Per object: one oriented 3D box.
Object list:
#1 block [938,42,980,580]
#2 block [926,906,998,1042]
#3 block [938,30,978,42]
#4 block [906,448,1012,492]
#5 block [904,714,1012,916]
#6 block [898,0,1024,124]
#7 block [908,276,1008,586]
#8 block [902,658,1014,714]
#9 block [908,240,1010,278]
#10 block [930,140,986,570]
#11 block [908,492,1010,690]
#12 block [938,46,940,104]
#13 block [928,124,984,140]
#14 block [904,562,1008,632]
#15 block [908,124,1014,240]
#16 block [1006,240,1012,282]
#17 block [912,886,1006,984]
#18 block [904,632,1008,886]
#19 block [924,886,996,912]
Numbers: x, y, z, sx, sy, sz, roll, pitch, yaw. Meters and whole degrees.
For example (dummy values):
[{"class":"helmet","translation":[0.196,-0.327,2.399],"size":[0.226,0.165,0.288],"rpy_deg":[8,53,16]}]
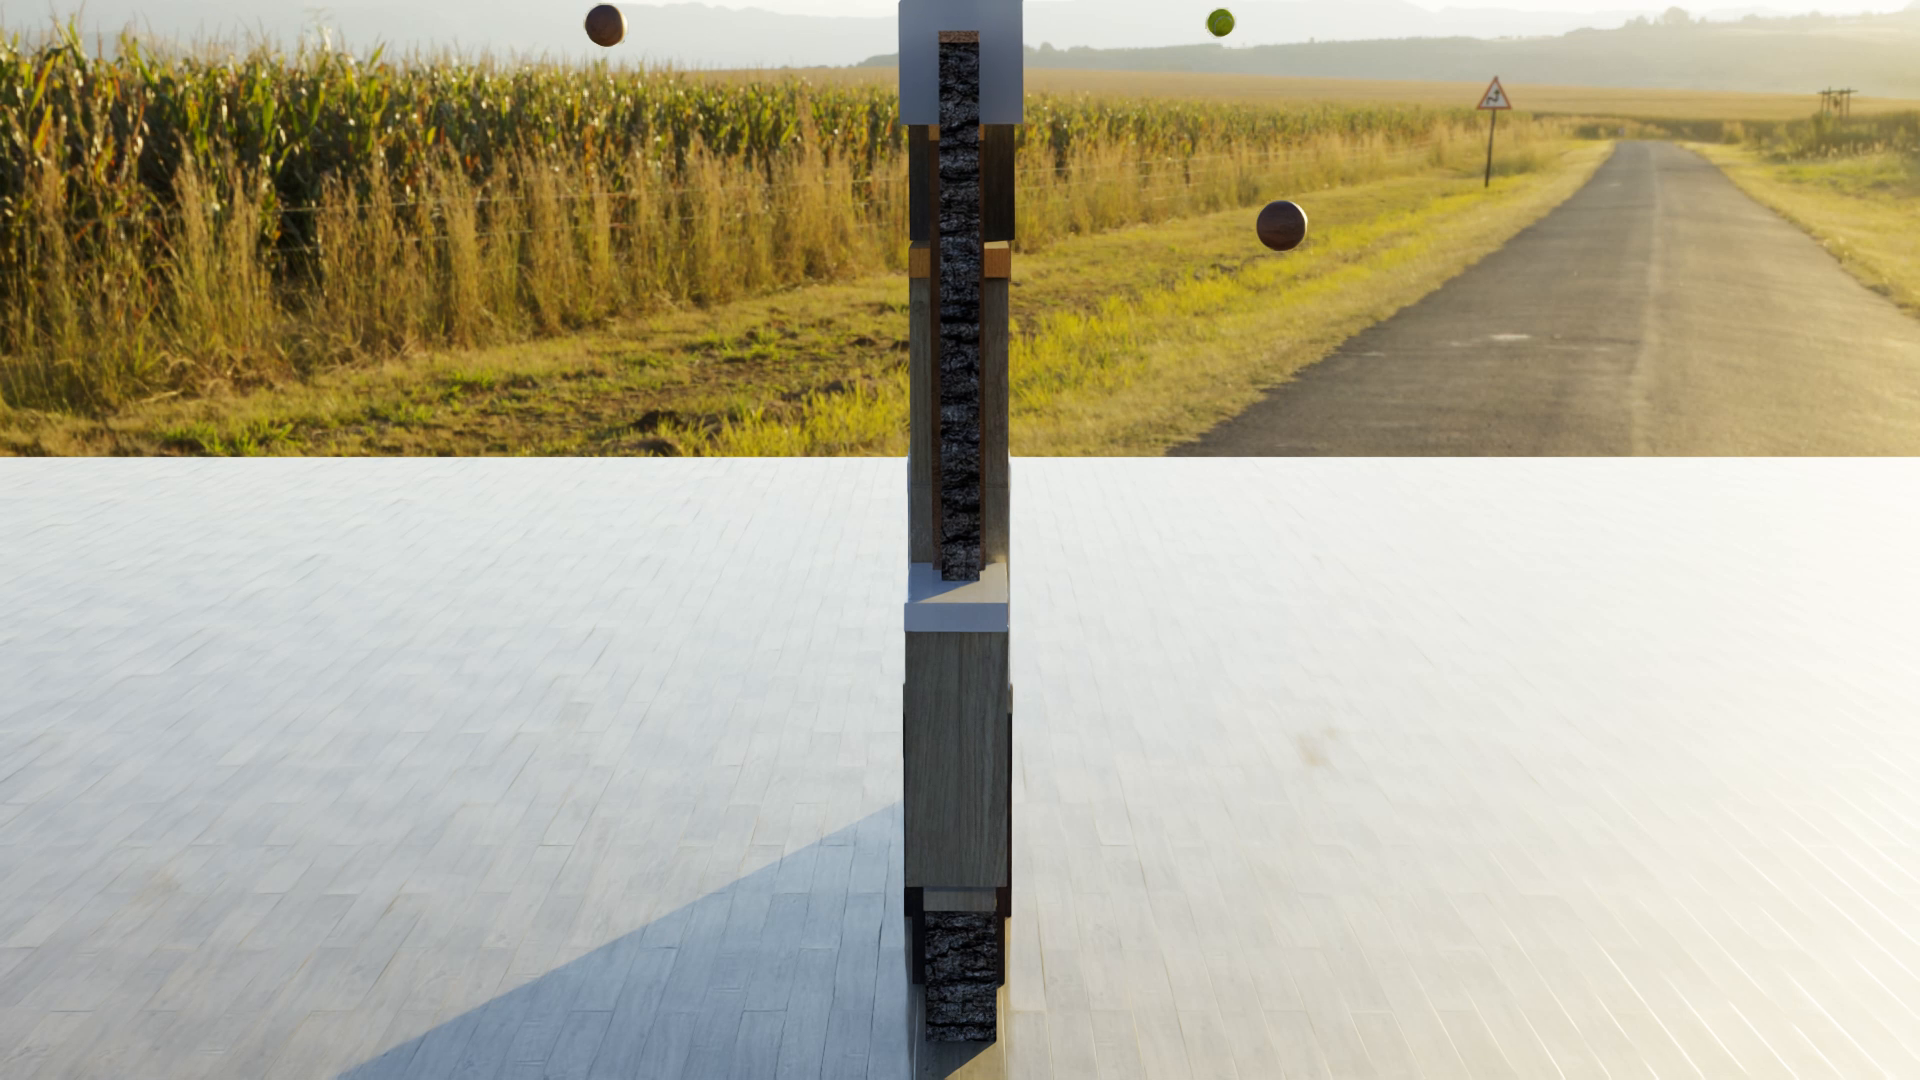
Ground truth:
[{"class":"block","translation":[0.000,-0.306,3.019],"size":[0.054,0.735,0.015],"rpy_deg":[0,10,1]},{"class":"block","translation":[0.002,0.601,3.069],"size":[0.099,0.198,0.028],"rpy_deg":[0,11,0]},{"class":"block","translation":[-0.002,-0.682,2.986],"size":[0.054,0.015,0.107],"rpy_deg":[-1,11,0]},{"class":"block","translation":[-0.001,-0.124,3.481],"size":[0.158,0.045,0.316],"rpy_deg":[0,11,0]},{"class":"block","translation":[-0.003,0.434,3.555],"size":[0.174,0.348,0.049],"rpy_deg":[0,11,0]},{"class":"block","translation":[0.000,-0.857,3.071],"size":[0.174,0.544,0.049],"rpy_deg":[0,10,0]},{"class":"block","translation":[-0.001,-0.102,3.235],"size":[0.144,0.572,0.041],"rpy_deg":[0,10,0]},{"class":"block","translation":[-0.003,0.217,3.633],"size":[0.174,0.049,0.348],"rpy_deg":[0,11,0]},{"class":"block","translation":[-0.001,-0.420,3.274],"size":[0.144,0.041,0.287],"rpy_deg":[0,10,0]},{"class":"block","translation":[-0.003,-0.257,3.108],"size":[0.076,0.606,0.022],"rpy_deg":[0,10,1]},{"class":"block","translation":[-0.001,0.073,3.411],"size":[0.158,0.316,0.045],"rpy_deg":[0,11,0]},{"class":"block","translation":[-0.002,-0.628,3.033],"size":[0.054,0.107,0.015],"rpy_deg":[0,10,1]},{"class":"block","translation":[-0.004,-0.575,3.101],"size":[0.076,0.022,0.152],"rpy_deg":[0,11,1]},{"class":"block","translation":[-0.004,0.078,3.074],"size":[0.139,0.039,0.278],"rpy_deg":[0,11,1]},{"class":"block","translation":[0.003,-0.623,3.372],"size":[0.162,0.323,0.046],"rpy_deg":[0,10,0]},{"class":"block","translation":[0.003,-0.624,3.591],"size":[0.162,0.402,0.046],"rpy_deg":[0,10,0]},{"class":"block","translation":[-0.002,0.523,3.274],"size":[0.138,0.275,0.039],"rpy_deg":[0,11,0]},{"class":"block","translation":[-0.005,0.294,3.019],"size":[0.139,0.366,0.039],"rpy_deg":[0,11,0]},{"class":"block","translation":[0.000,0.478,3.113],"size":[0.099,0.028,0.198],"rpy_deg":[0,11,0]}]
